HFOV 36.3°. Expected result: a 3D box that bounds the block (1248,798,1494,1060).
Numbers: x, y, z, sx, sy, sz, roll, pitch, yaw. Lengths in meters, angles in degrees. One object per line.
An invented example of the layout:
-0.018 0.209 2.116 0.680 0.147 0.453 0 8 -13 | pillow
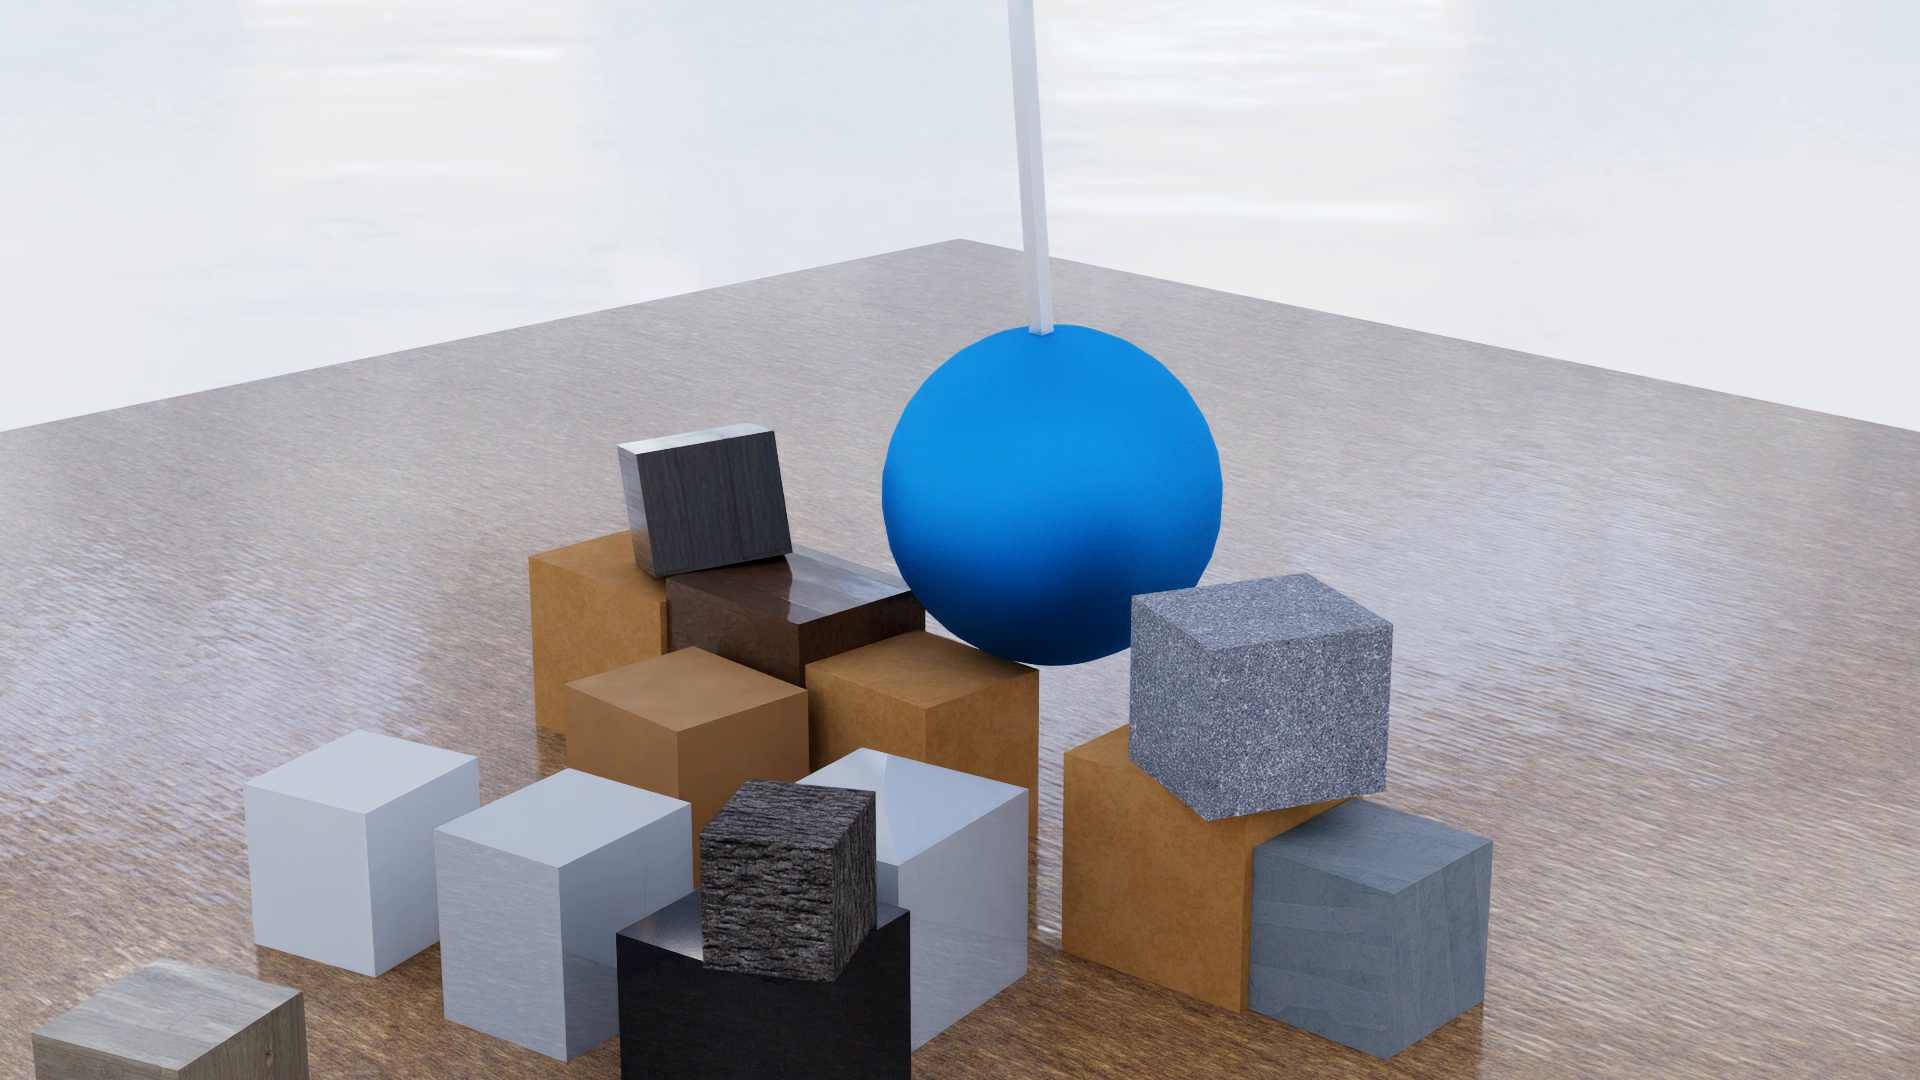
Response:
1.691 1.587 12.090 0.683 0.723 0.722 15 23 40 | block

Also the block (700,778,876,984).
-0.623 1.245 10.777 0.497 0.525 0.552 5 18 14 | block

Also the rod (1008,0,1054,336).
0.187 -3.364 12.480 0.080 5.200 0.080 17 30 42 | rod

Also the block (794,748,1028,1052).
-0.332 1.489 12.196 0.851 0.845 0.953 11 21 32 | block

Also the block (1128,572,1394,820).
1.227 0.630 12.076 0.819 0.724 0.727 -7 19 -21 | block

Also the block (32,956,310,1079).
-2.899 2.028 10.842 0.670 0.629 0.703 8 19 24 | block

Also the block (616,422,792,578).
-1.281 -0.209 14.657 0.693 0.615 0.600 -10 9 -14 | block

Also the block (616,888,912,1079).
-0.737 1.827 11.165 0.784 0.819 0.792 12 21 33 | block

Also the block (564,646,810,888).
-1.272 1.054 13.692 0.768 0.780 0.846 -16 23 -41 | block

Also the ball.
0.431 -0.210 13.727 1.600 1.600 1.600 0 17 0 | ball

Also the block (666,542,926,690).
-0.801 0.697 14.397 0.821 1.037 0.973 -16 24 -42 | block

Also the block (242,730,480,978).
-2.588 1.352 12.792 0.676 0.749 0.742 10 20 28 | block

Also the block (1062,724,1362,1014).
1.082 1.329 12.589 0.938 0.916 0.881 14 22 38 | block

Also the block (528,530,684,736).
-1.530 0.539 15.101 0.876 0.916 1.056 -17 24 -42 | block

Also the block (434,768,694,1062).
-1.615 1.527 12.076 0.676 0.845 0.802 12 21 33 | block

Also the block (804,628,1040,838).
-0.178 0.989 13.817 0.737 0.827 0.813 -16 24 -42 | block
